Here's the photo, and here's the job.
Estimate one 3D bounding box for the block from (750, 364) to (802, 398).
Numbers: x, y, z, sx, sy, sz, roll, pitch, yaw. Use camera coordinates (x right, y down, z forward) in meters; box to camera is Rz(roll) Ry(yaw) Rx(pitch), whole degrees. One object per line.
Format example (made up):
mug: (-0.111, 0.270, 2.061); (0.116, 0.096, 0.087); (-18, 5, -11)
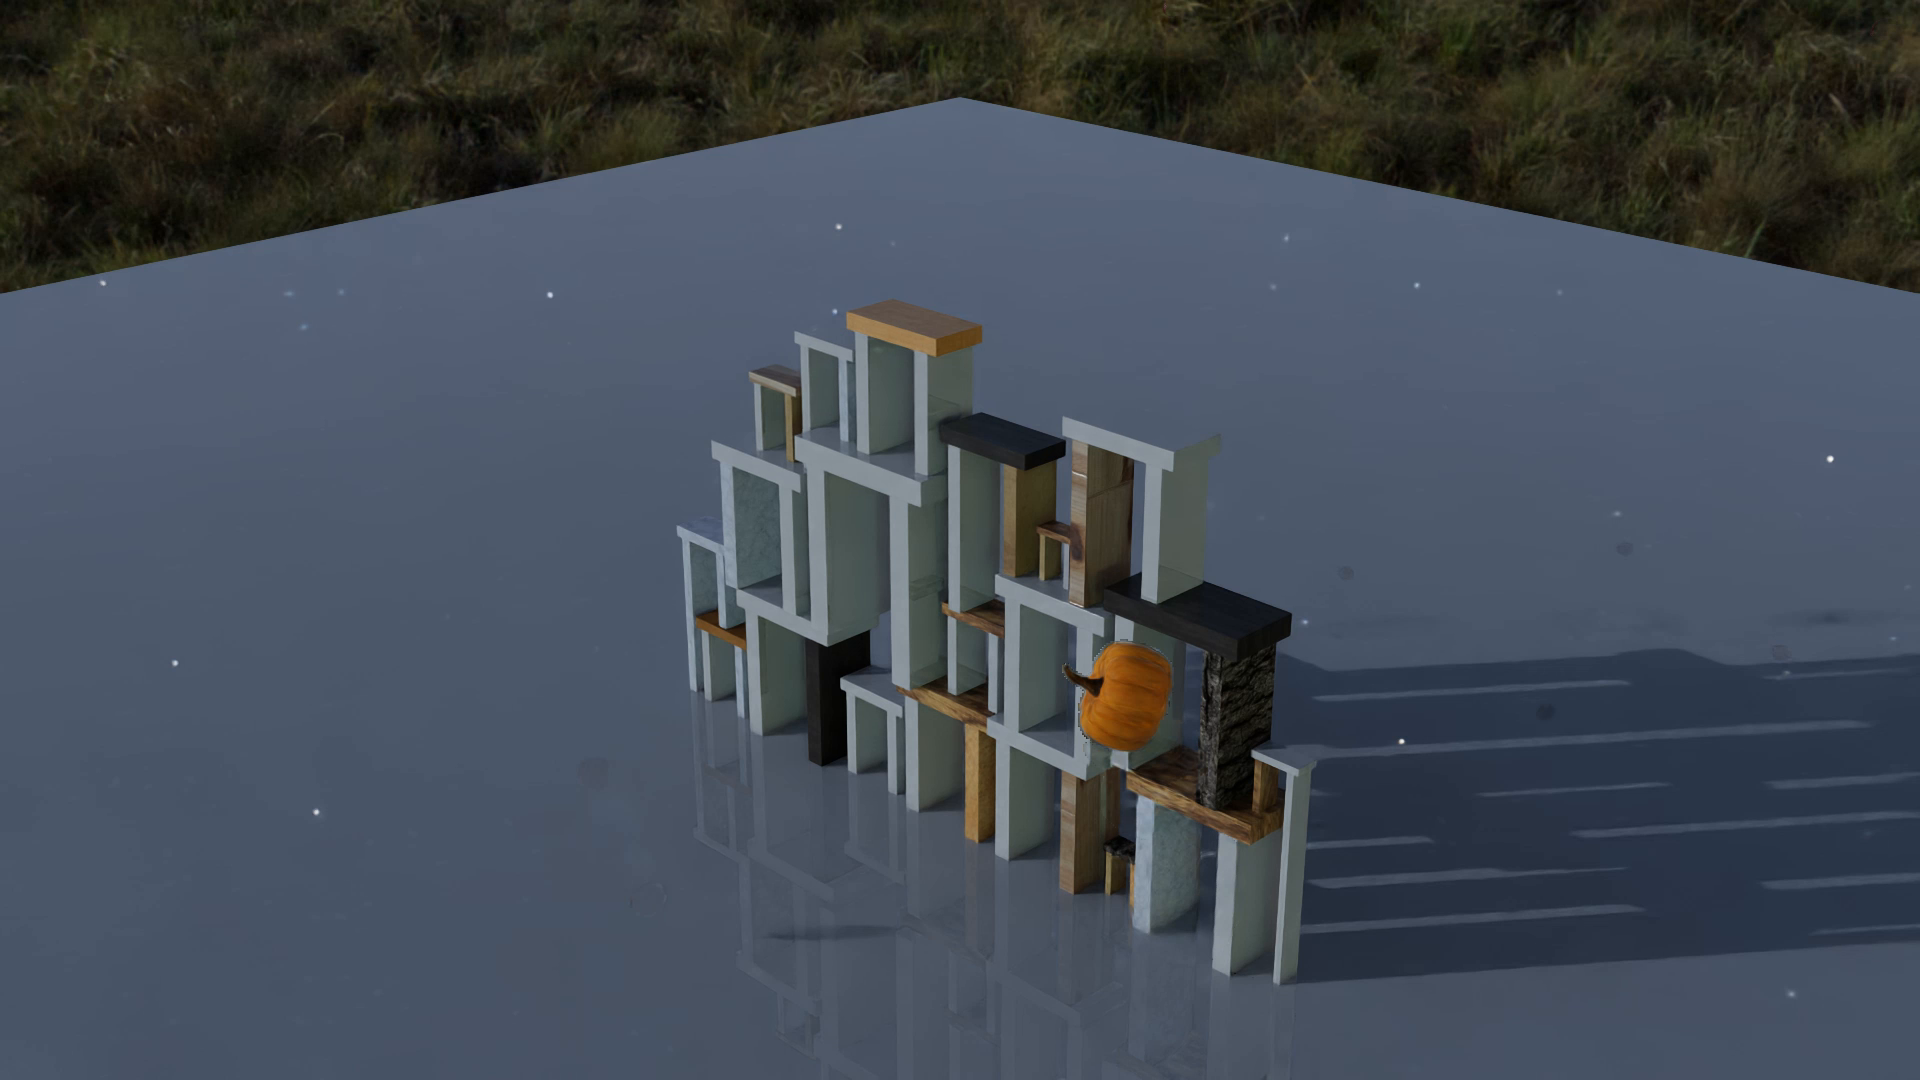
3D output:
block: (-0.354, -0.324, 4.468); (0.143, 0.020, 0.072); (21, 31, 41)

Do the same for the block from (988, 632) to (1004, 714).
block: (0.092, 0.244, 4.231); (0.023, 0.166, 0.083); (21, 31, 40)

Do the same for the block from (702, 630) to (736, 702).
block: (-0.533, 0.268, 4.911); (0.024, 0.171, 0.086); (21, 31, 41)

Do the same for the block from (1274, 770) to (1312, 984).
block: (0.580, 0.585, 3.839); (0.014, 0.423, 0.051); (21, 31, 41)

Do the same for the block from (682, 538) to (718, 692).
block: (-0.570, 0.157, 4.917); (0.025, 0.370, 0.087); (21, 31, 41)

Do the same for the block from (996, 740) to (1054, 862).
block: (0.127, 0.486, 4.288); (0.036, 0.256, 0.128); (21, 31, 41)

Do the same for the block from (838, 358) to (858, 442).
block: (-0.197, -0.284, 4.318); (0.024, 0.170, 0.085); (21, 31, 40)

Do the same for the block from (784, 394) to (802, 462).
block: (-0.320, -0.236, 4.468); (0.072, 0.143, 0.020); (-21, 31, -41)

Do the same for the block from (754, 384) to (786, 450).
block: (-0.388, -0.262, 4.530); (0.072, 0.143, 0.020); (-21, 31, -41)

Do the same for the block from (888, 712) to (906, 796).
block: (-0.106, 0.424, 4.526); (0.026, 0.184, 0.092); (21, 31, 41)

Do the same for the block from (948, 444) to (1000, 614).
block: (0.027, -0.034, 4.183); (0.031, 0.337, 0.108); (21, 31, 40)

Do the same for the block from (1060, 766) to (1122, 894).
block: (0.248, 0.533, 4.177); (0.036, 0.256, 0.128); (21, 31, 41)

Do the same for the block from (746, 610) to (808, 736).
block: (-0.391, 0.266, 4.764); (0.041, 0.289, 0.144); (21, 31, 41)

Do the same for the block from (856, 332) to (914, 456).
block: (-0.145, -0.297, 4.257); (0.034, 0.242, 0.121); (21, 31, 40)

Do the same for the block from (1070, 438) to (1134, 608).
block: (0.254, -0.044, 3.929); (0.036, 0.315, 0.126); (21, 31, 41)

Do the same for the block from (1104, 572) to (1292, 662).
block: (0.411, 0.124, 3.827); (0.298, 0.042, 0.149); (21, 31, 41)

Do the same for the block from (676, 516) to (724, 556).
block: (-0.529, -0.008, 4.802); (0.175, 0.025, 0.087); (21, 31, 41)

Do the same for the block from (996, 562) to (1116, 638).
block: (0.208, 0.100, 4.039); (0.269, 0.038, 0.135); (21, 31, 41)

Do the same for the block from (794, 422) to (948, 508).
block: (-0.137, -0.159, 4.306); (0.359, 0.051, 0.180); (21, 31, 41)

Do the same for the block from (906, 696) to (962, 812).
block: (-0.052, 0.413, 4.461); (0.127, 0.254, 0.036); (-21, 31, -41)

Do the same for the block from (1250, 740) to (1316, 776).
block: (0.556, 0.375, 3.776); (0.102, 0.014, 0.051); (21, 31, 41)

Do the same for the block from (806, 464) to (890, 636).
block: (-0.222, -0.003, 4.465); (0.180, 0.359, 0.051); (-21, 31, -41)

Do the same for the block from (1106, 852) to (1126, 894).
block: (0.296, 0.624, 4.173); (0.013, 0.091, 0.045); (21, 31, 41)

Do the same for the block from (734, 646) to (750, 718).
block: (-0.452, 0.299, 4.837); (0.024, 0.171, 0.086); (21, 31, 41)

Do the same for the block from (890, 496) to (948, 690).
block: (-0.053, 0.081, 4.316); (0.051, 0.399, 0.180); (21, 31, 41)

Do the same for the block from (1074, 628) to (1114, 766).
block: (0.272, 0.267, 4.041); (0.038, 0.269, 0.135); (21, 31, 41)

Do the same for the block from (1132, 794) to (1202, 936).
block: (0.384, 0.573, 4.050); (0.040, 0.282, 0.141); (21, 31, 41)

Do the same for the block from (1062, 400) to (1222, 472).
block: (0.313, -0.182, 3.806); (0.252, 0.036, 0.126); (21, 31, 41)

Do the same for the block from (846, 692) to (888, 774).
block: (-0.193, 0.390, 4.606); (0.026, 0.184, 0.092); (21, 31, 41)

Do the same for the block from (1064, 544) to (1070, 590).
block: (0.209, 0.042, 4.012); (0.013, 0.090, 0.045); (21, 31, 41)

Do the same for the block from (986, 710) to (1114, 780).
block: (0.187, 0.375, 4.176); (0.256, 0.036, 0.128); (21, 31, 41)

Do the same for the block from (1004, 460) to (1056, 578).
block: (0.129, -0.049, 4.065); (0.031, 0.217, 0.108); (21, 31, 41)

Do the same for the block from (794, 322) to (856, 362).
block: (-0.237, -0.389, 4.318); (0.085, 0.024, 0.170); (-21, 31, -40)

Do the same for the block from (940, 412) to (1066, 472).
block: (0.078, -0.183, 4.064); (0.217, 0.031, 0.108); (21, 31, 41)

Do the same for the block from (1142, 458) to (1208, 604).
block: (0.372, -0.027, 3.807); (0.036, 0.252, 0.126); (21, 31, 41)

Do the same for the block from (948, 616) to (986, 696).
block: (0.013, 0.214, 4.303); (0.023, 0.166, 0.083); (21, 31, 40)

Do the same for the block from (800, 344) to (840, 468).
block: (-0.276, -0.275, 4.411); (0.085, 0.259, 0.024); (-21, 31, -40)

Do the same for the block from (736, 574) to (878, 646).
block: (-0.323, 0.141, 4.637); (0.289, 0.041, 0.144); (21, 31, 41)

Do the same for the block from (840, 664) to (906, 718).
block: (-0.150, 0.310, 4.525); (0.184, 0.026, 0.092); (21, 31, 41)

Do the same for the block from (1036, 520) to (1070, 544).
block: (0.188, -0.013, 4.012); (0.045, 0.013, 0.090); (-21, 31, -41)

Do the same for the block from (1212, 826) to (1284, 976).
block: (0.517, 0.625, 3.928); (0.040, 0.282, 0.141); (21, 31, 41)

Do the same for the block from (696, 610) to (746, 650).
block: (-0.492, 0.193, 4.836); (0.171, 0.024, 0.086); (21, 31, 41)

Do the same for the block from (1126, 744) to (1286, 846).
block: (0.450, 0.451, 3.926); (0.282, 0.040, 0.141); (21, 31, 41)

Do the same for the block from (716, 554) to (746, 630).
block: (-0.488, 0.099, 4.803); (0.025, 0.175, 0.087); (21, 31, 41)

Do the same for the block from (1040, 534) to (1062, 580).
block: (0.167, 0.026, 4.051); (0.013, 0.090, 0.045); (21, 31, 41)

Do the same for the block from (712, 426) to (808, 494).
block: (-0.370, -0.170, 4.548); (0.140, 0.040, 0.281); (-21, 31, -41)

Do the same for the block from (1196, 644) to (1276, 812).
block: (0.481, 0.308, 3.829); (0.042, 0.298, 0.149); (21, 31, 41)

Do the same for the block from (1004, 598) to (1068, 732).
block: (0.145, 0.217, 4.158); (0.038, 0.269, 0.135); (21, 31, 41)

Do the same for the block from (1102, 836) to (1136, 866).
block: (0.318, 0.585, 4.133); (0.091, 0.013, 0.045); (21, 31, 41)

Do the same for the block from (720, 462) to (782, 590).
block: (-0.436, -0.049, 4.672); (0.040, 0.281, 0.140); (21, 31, 41)

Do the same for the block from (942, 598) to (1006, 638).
block: (0.053, 0.142, 4.230); (0.166, 0.023, 0.083); (21, 31, 40)

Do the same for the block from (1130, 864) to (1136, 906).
block: (0.339, 0.641, 4.133); (0.013, 0.091, 0.045); (21, 31, 41)

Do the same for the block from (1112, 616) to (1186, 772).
block: (0.341, 0.254, 3.958); (0.149, 0.298, 0.042); (-21, 31, -41)

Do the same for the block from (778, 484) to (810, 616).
block: (-0.304, 0.003, 4.550); (0.040, 0.281, 0.140); (21, 31, 41)

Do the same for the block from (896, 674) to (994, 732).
block: (0.008, 0.304, 4.350); (0.254, 0.036, 0.127); (21, 31, 41)

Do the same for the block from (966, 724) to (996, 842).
block: (0.068, 0.460, 4.351); (0.036, 0.254, 0.127); (21, 31, 41)

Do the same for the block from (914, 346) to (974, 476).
block: (-0.030, -0.253, 4.152); (0.034, 0.242, 0.121); (21, 31, 40)

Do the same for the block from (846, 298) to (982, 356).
block: (-0.087, -0.402, 4.150); (0.242, 0.034, 0.121); (21, 31, 40)

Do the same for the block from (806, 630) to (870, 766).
block: (-0.255, 0.319, 4.639); (0.041, 0.289, 0.144); (21, 31, 41)

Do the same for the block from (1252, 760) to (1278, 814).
block: (0.532, 0.419, 3.821); (0.051, 0.102, 0.014); (-21, 31, -41)
